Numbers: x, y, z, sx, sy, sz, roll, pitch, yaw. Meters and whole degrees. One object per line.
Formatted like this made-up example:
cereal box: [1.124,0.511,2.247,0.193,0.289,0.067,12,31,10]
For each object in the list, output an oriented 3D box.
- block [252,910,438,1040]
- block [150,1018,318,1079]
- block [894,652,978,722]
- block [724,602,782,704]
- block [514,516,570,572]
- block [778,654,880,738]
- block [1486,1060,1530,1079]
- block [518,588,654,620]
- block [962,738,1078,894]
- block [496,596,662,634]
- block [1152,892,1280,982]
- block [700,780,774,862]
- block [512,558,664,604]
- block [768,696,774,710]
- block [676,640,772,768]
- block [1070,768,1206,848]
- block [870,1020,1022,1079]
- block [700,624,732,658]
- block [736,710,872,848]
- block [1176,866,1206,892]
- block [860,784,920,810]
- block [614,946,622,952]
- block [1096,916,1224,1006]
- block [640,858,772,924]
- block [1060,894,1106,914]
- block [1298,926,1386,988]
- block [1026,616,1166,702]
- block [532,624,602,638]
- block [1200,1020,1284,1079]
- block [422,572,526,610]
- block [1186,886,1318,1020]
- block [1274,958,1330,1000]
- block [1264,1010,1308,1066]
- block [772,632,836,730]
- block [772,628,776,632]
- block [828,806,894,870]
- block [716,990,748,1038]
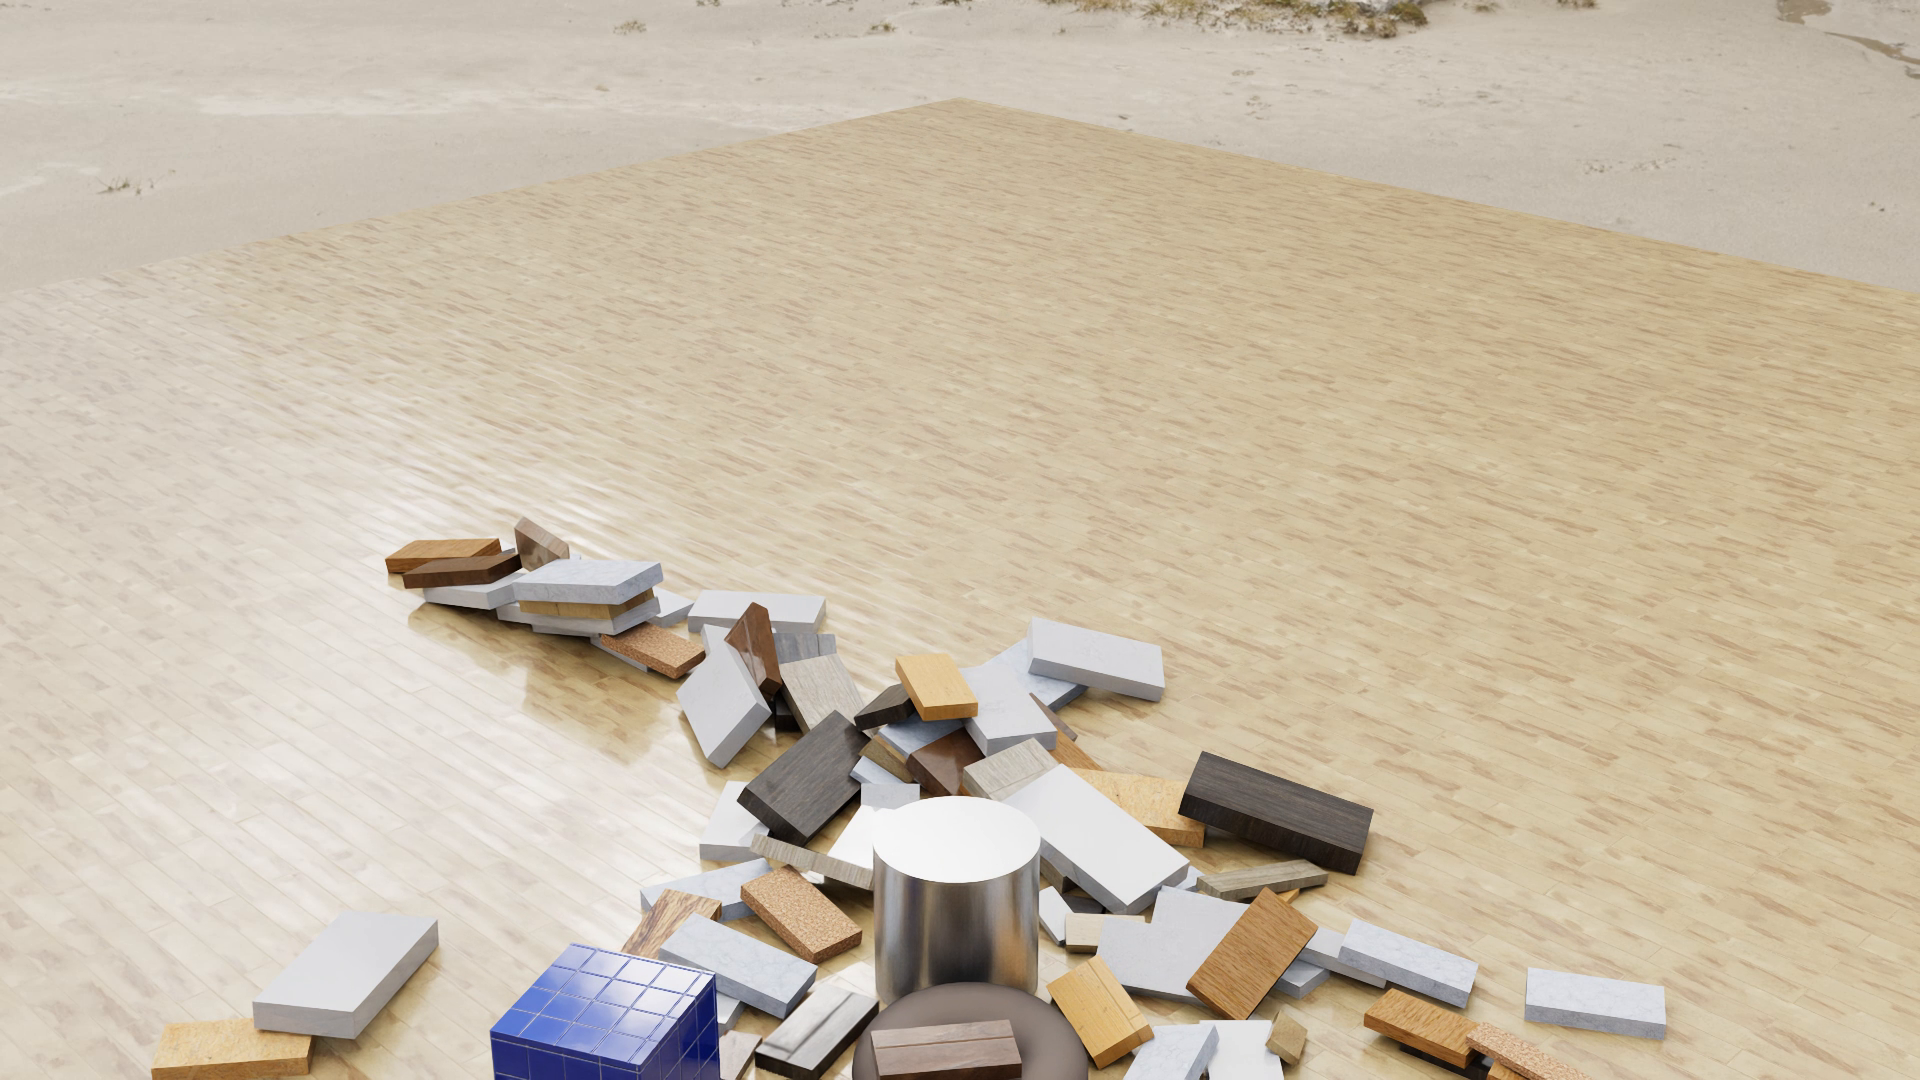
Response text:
block: [-1.071,0.757,3.856,0.180,0.051,0.359,4,16,9]
block: [-1.216,0.856,3.698,0.250,0.035,0.125,-3,23,-7]
block: [-0.051,0.306,4.610,0.116,0.033,0.232,-4,24,-16]
block: [-0.466,0.277,4.863,0.041,0.145,0.290,28,23,-26]
block: [-1.011,0.037,5.340,0.131,0.262,0.037,32,68,4]
block: [-0.281,0.366,4.741,0.145,0.041,0.290,-10,42,-23]
block: [0.961,0.893,3.582,0.189,0.027,0.095,21,31,22]
block: [-0.873,0.131,5.123,0.295,0.042,0.148,3,20,36]
block: [0.171,0.536,4.306,0.170,0.048,0.340,-20,45,-27]
block: [-0.905,0.160,5.193,0.422,0.042,0.148,5,22,40]
block: [0.461,0.708,3.932,0.242,0.034,0.121,5,64,24]
block: [-0.430,0.561,4.392,0.125,0.035,0.250,3,23,7]
block: [-0.861,0.095,5.084,0.320,0.045,0.160,1,20,33]
block: [-0.407,0.316,4.919,0.090,0.025,0.179,15,33,-1]
block: [-0.513,0.351,4.746,0.045,0.160,0.319,39,5,-29]
block: [0.349,0.534,4.395,0.287,0.041,0.144,6,36,7]
block: [-0.023,0.815,3.479,0.224,0.032,0.112,-3,25,-9]
block: [-0.535,0.261,5.033,0.090,0.025,0.179,12,29,-24]
block: [-0.290,0.484,4.466,0.160,0.045,0.365,38,33,9]
block: [0.414,0.657,4.190,0.117,0.017,0.059,-15,27,-31]
block: [-0.141,0.525,4.454,0.118,0.059,0.017,0,-19,1]
block: [-0.626,0.767,3.926,0.146,0.021,0.073,-18,29,-36]
block: [0.363,0.746,3.880,0.242,0.034,0.121,7,58,16]
block: [-0.461,0.671,4.134,0.250,0.035,0.125,-11,25,-24]
block: [0.194,0.690,4.108,0.145,0.021,0.072,7,24,16]
block: [0.676,0.738,3.932,0.187,0.027,0.094,18,20,13]
block: [0.304,0.267,4.936,0.305,0.043,0.153,13,33,-8]
block: [-0.900,0.191,5.218,0.219,0.031,0.109,2,20,35]
block: [0.469,0.881,3.640,0.121,0.034,0.242,0,23,0]
block: [-1.163,0.117,5.341,0.148,0.042,0.295,-22,17,-41]
block: [0.509,0.727,3.828,0.116,0.033,0.231,36,64,17]
block: [0.559,0.756,3.944,0.187,0.027,0.094,20,30,39]
block: [0.550,0.838,3.705,0.058,0.016,0.116,36,19,7]
block: [-0.342,0.312,4.878,0.145,0.041,0.290,2,35,-9]
block: [-0.456,0.258,5.045,0.090,0.025,0.179,11,29,-22]
block: [-0.177,0.596,4.317,0.112,0.032,0.223,7,24,16]
block: [-0.423,0.790,3.858,0.109,0.031,0.219,6,24,14]
